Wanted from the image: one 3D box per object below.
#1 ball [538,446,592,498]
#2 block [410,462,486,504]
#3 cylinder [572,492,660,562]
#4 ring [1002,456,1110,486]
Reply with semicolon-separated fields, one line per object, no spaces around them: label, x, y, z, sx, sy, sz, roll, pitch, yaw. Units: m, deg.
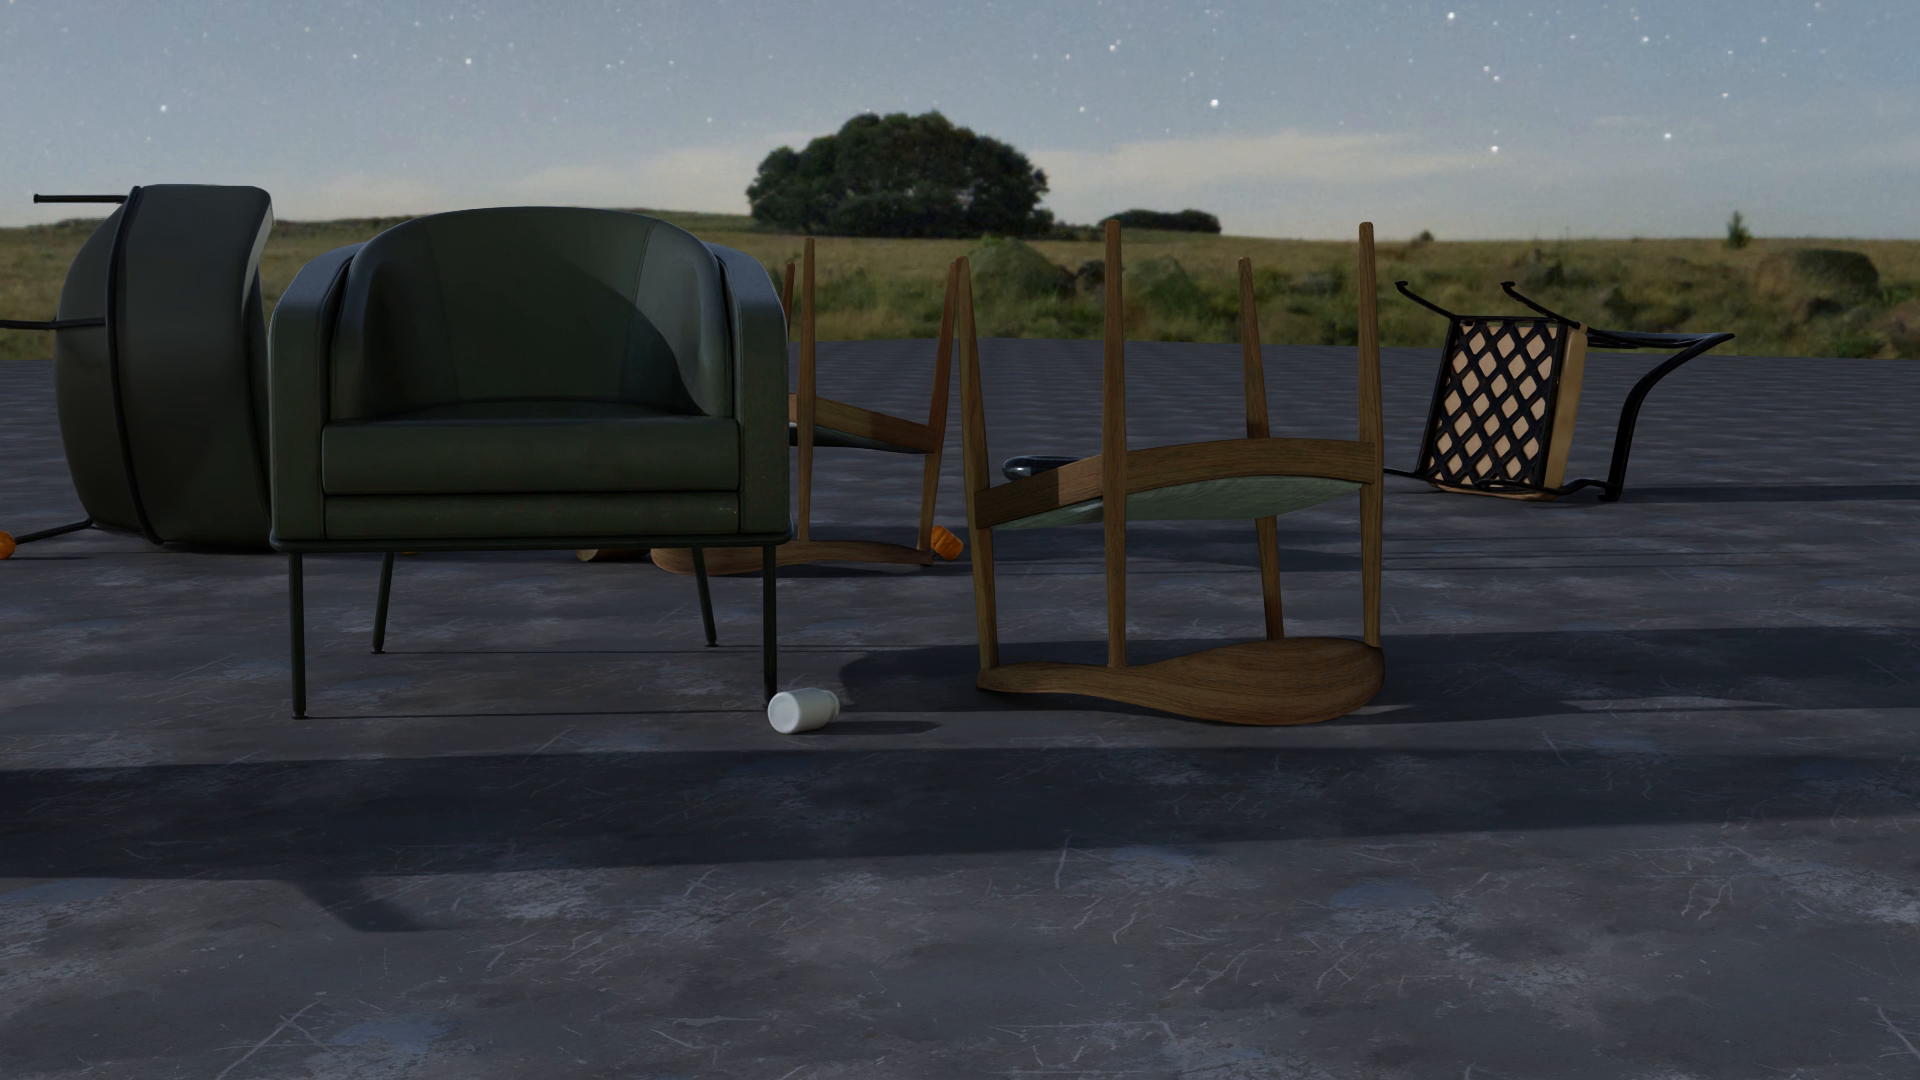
ball;-1.169;-0.201;7.595;0.159;0.159;0.159;0;6;0
block;-1.502;-0.168;7.523;0.196;0.106;0.151;-2;6;-22
cylinder;-0.797;-0.031;5.952;0.148;0.128;0.180;-4;-37;-37
ring;0.303;-0.220;8.143;0.350;0.084;0.264;3;6;21
